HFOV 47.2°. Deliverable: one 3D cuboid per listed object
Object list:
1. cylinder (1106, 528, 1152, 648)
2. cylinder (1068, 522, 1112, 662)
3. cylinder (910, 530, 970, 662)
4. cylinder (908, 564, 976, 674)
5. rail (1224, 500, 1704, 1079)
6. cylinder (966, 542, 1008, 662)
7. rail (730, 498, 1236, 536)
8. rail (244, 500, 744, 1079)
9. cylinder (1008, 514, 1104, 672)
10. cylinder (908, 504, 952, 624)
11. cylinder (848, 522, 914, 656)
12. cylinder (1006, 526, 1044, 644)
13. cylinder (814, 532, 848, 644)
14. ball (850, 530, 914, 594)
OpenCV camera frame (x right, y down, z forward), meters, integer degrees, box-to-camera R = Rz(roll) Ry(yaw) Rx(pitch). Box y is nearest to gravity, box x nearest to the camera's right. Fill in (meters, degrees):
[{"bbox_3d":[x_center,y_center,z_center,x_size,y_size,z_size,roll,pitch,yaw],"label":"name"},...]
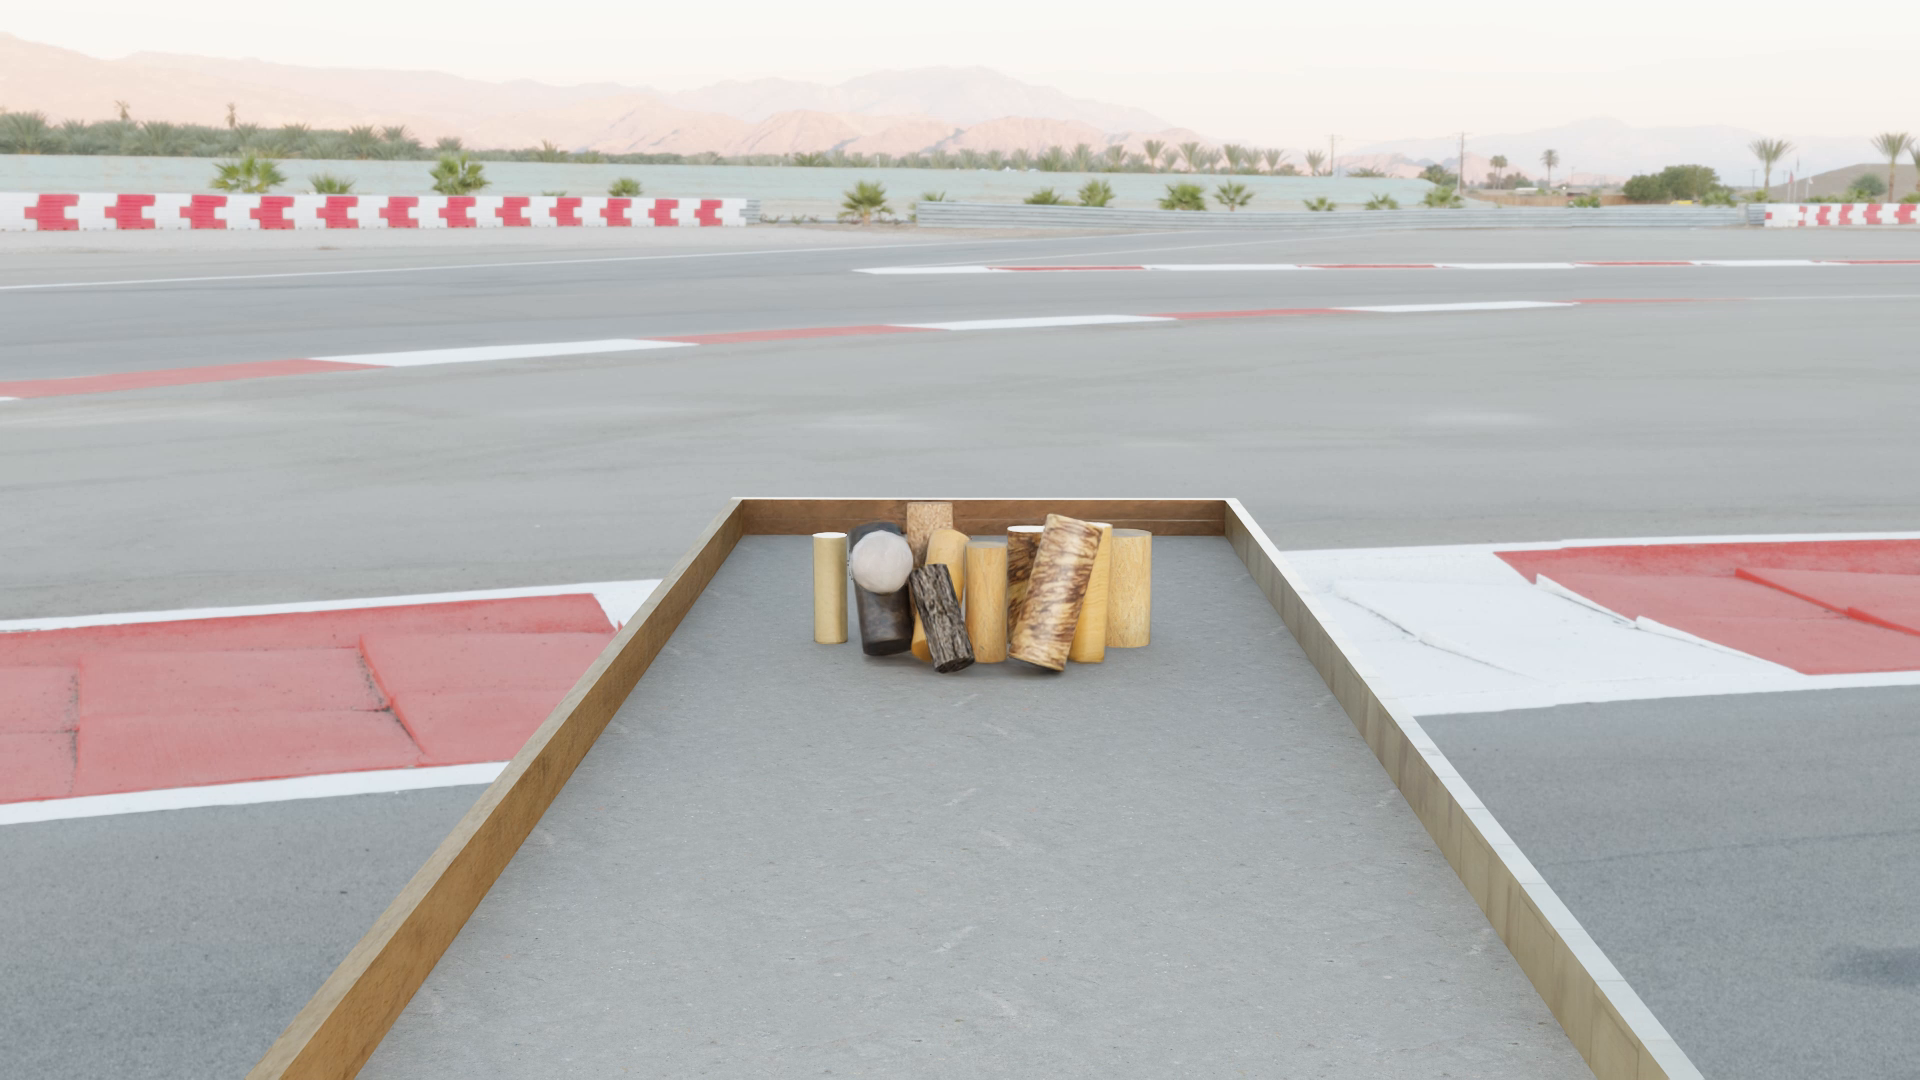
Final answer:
[{"bbox_3d":[0.516,0.151,6.943,0.175,0.350,0.175,0,9,0],"label":"cylinder"},{"bbox_3d":[0.392,0.157,6.680,0.116,0.412,0.116,3,6,0],"label":"cylinder"},{"bbox_3d":[-0.057,0.170,6.719,0.131,0.401,0.131,6,-34,4],"label":"cylinder"},{"bbox_3d":[-0.054,0.232,6.523,0.121,0.304,0.121,-15,-20,-5],"label":"cylinder"},{"bbox_3d":[1.046,0.843,3.208,0.050,0.150,12.000,0,9,1],"label":"rail"},{"bbox_3d":[0.079,0.188,6.698,0.128,0.352,0.128,0,9,0],"label":"cylinder"},{"bbox_3d":[0.099,-0.098,9.147,2.100,0.150,0.050,0,9,1],"label":"rail"},{"bbox_3d":[-1.004,0.839,3.234,0.050,0.150,12.000,0,9,1],"label":"rail"},{"bbox_3d":[0.283,0.157,6.513,0.172,0.438,0.172,16,-4,1],"label":"cylinder"},{"bbox_3d":[-0.095,0.102,6.947,0.143,0.432,0.143,0,3,0],"label":"cylinder"},{"bbox_3d":[-0.240,0.151,6.750,0.164,0.378,0.164,-7,-19,-3],"label":"cylinder"},{"bbox_3d":[0.218,0.144,6.946,0.138,0.362,0.138,0,9,0],"label":"cylinder"},{"bbox_3d":[-0.410,0.153,6.961,0.108,0.340,0.108,0,9,0],"label":"cylinder"},{"bbox_3d":[-0.235,0.067,6.592,0.190,0.190,0.190,0,9,0],"label":"ball"}]
